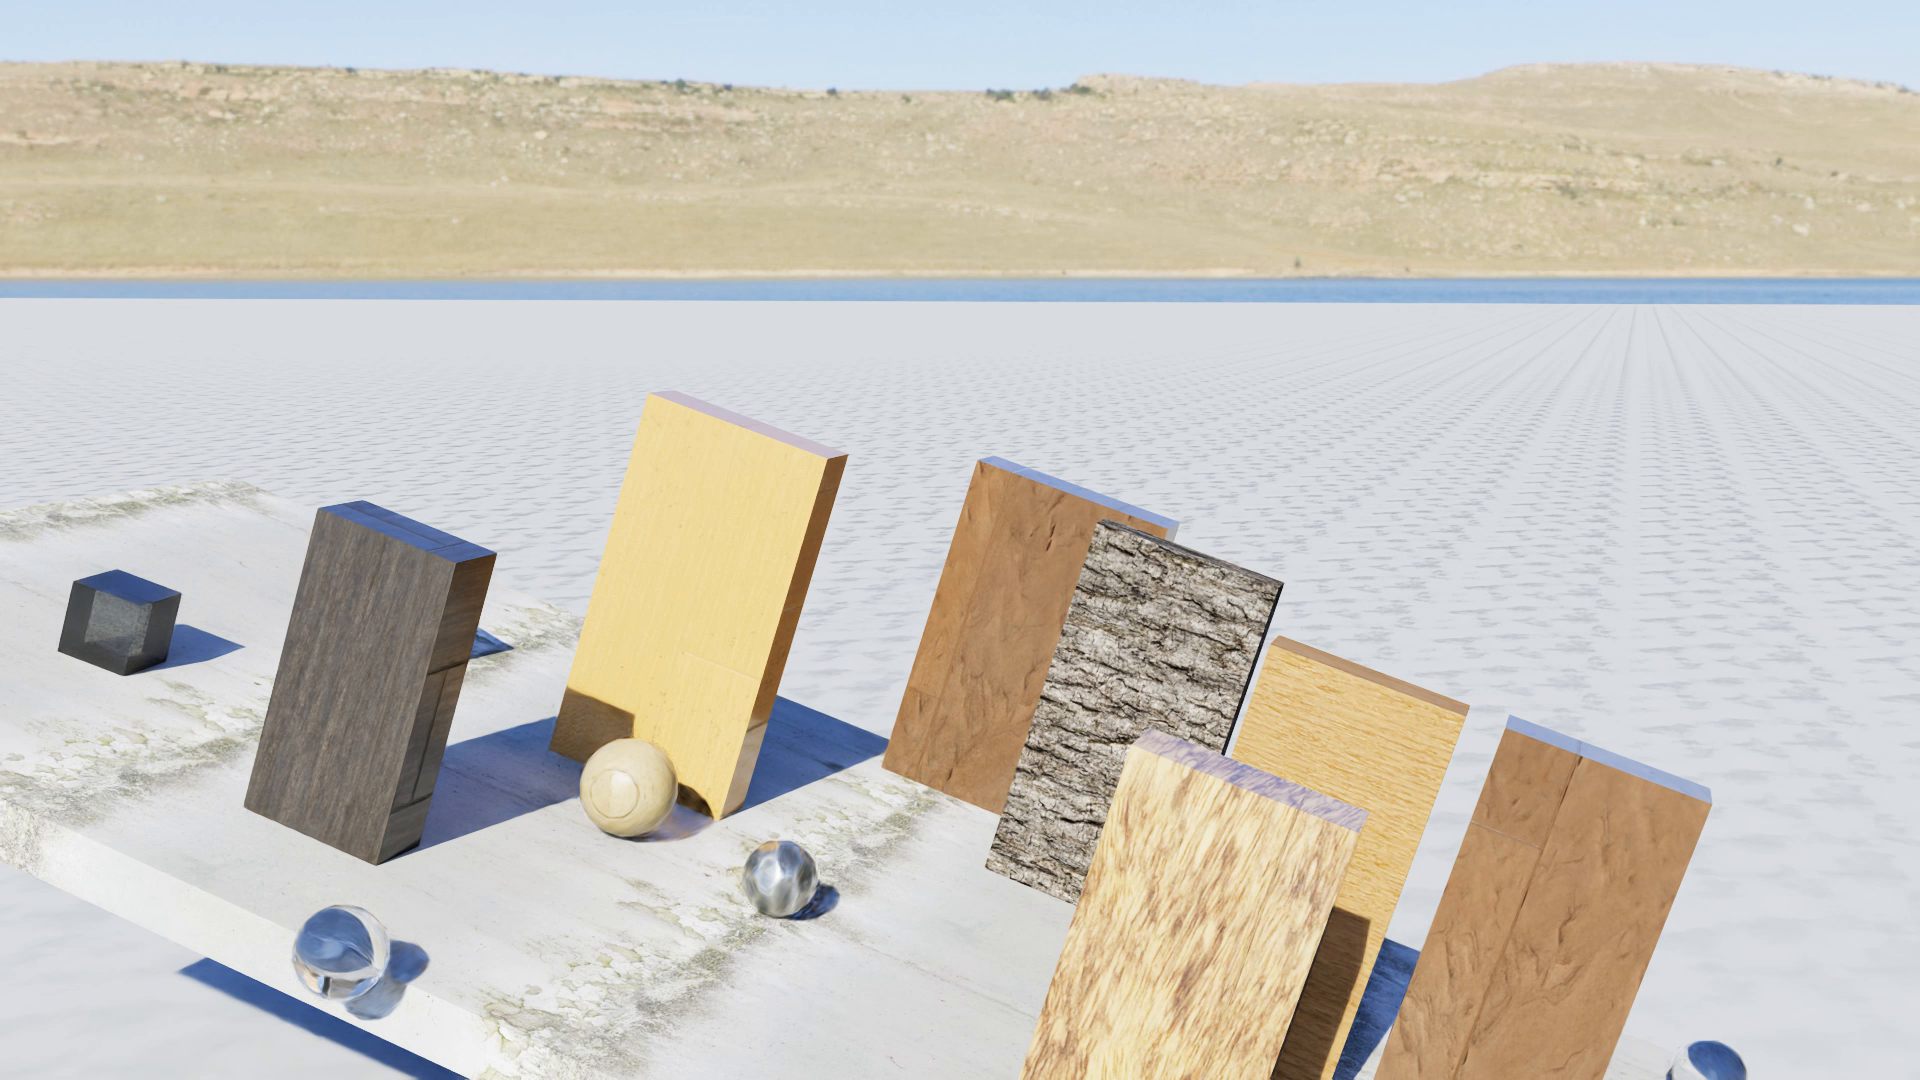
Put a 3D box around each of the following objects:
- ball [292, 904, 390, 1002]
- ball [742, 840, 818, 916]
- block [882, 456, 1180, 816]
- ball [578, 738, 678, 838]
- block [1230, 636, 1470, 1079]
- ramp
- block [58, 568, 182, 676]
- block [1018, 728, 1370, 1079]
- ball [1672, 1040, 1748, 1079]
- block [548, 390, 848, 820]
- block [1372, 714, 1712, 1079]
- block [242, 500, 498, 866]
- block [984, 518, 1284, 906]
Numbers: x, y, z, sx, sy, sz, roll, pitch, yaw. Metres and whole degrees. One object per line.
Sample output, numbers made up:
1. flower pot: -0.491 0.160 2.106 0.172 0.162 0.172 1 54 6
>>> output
1. ball: -0.915 0.610 3.250 0.142 0.142 0.142 0 7 0
2. ball: -0.326 0.612 3.981 0.137 0.137 0.137 0 7 0
3. block: 0.153 0.238 4.910 0.449 0.740 0.132 20 12 14
4. ball: -0.620 0.463 4.121 0.185 0.185 0.185 0 7 0
5. block: 0.566 0.595 3.734 0.337 0.793 0.099 20 12 14
6. ramp: -0.357 0.676 4.226 4.000 0.100 2.000 20 12 14
7. block: -1.607 0.157 4.208 0.143 0.143 0.143 19 12 9
8. block: 0.308 0.673 3.194 0.337 0.715 0.126 20 12 14
9. ball: 1.515 1.085 4.442 0.148 0.148 0.148 0 7 0
10. block: -0.525 0.128 4.382 0.391 0.762 0.120 20 12 14
11. block: 1.000 0.727 3.845 0.357 0.756 0.120 20 12 14
12. block: -0.999 0.239 3.722 0.268 0.545 0.136 20 12 14
13. block: 0.348 0.382 4.466 0.384 0.766 0.080 20 12 14
